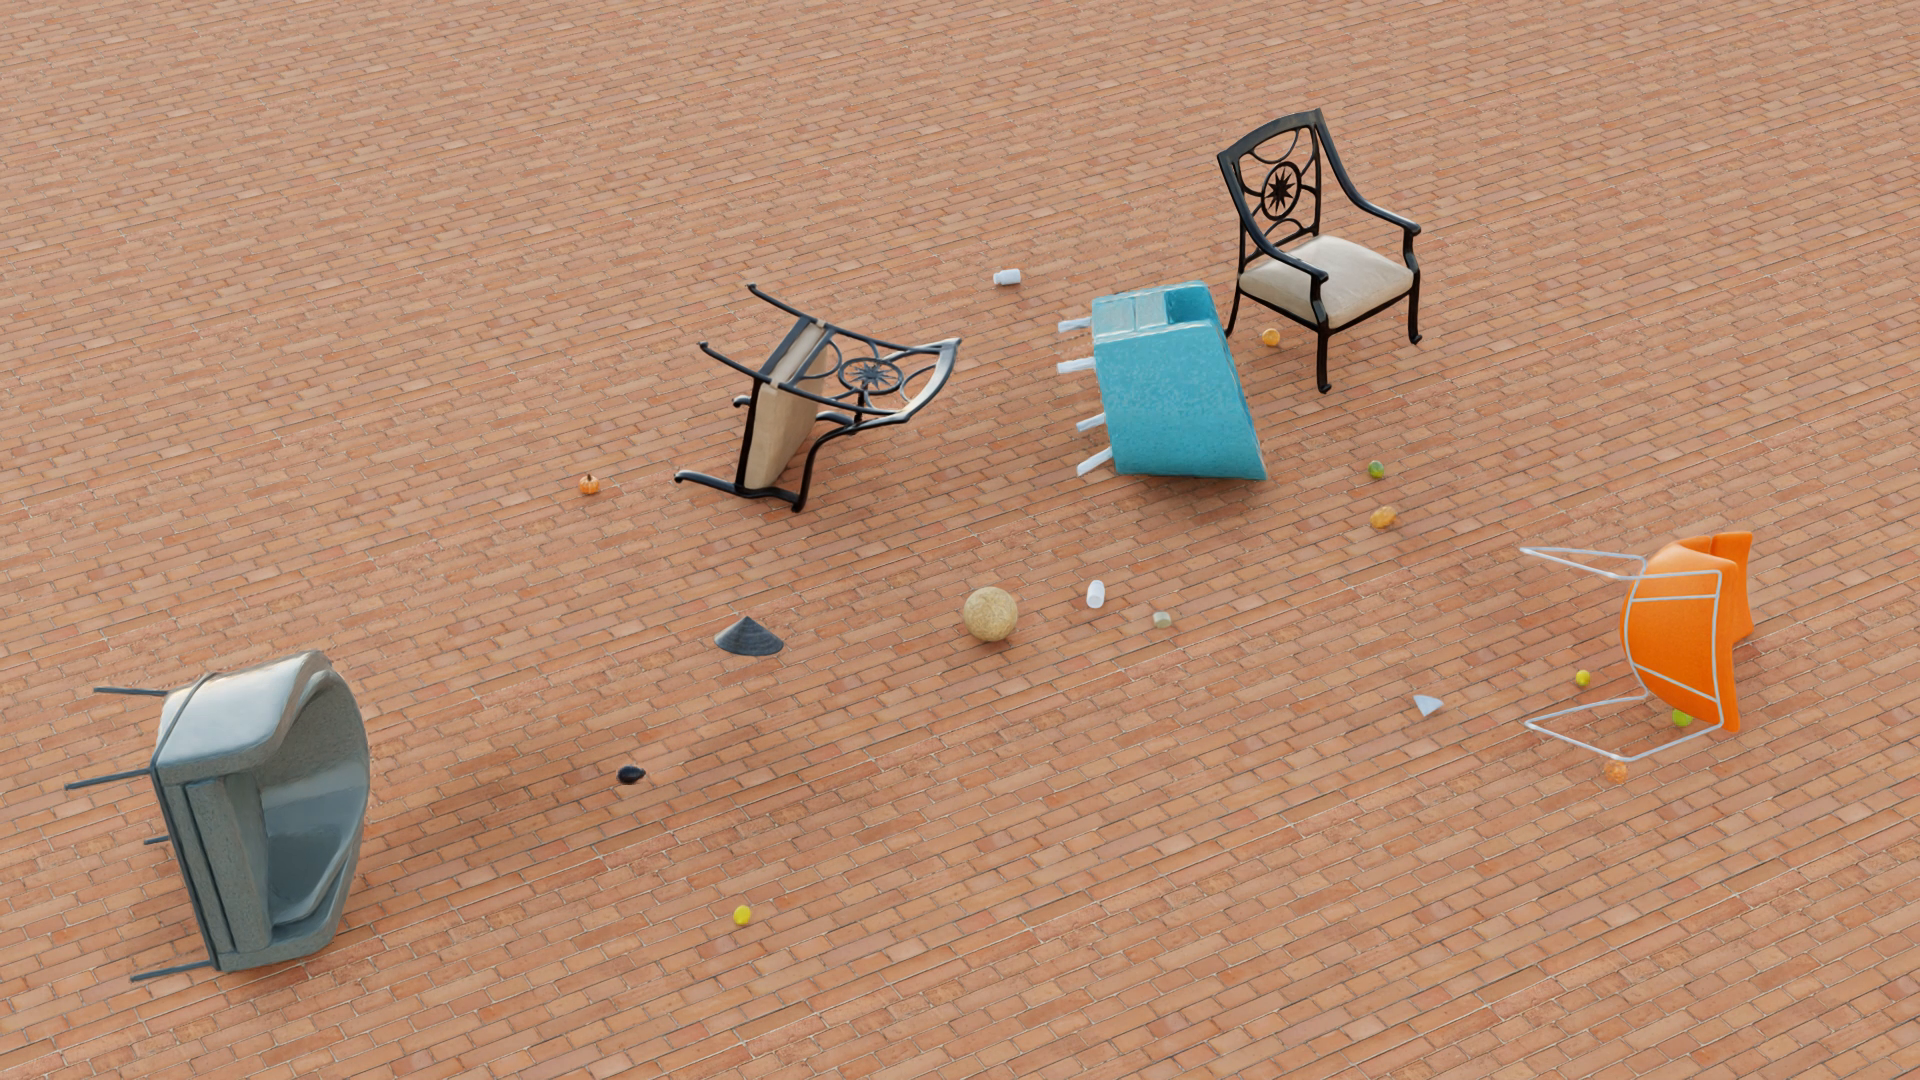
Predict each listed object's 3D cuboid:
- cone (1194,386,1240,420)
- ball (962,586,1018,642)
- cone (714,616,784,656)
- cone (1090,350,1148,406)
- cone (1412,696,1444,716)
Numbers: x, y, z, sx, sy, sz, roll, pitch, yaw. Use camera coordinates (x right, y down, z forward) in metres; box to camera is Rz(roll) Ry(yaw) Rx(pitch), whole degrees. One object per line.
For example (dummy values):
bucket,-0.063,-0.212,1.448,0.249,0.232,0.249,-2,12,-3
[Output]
cone,1.006,-0.570,11.645,0.181,0.112,0.098,26,-11,-13
ball,0.108,0.263,10.368,0.196,0.196,0.196,0,33,0
cone,-0.750,0.314,10.364,0.258,0.114,0.164,9,34,14
cone,0.630,-0.627,11.827,0.238,0.158,0.234,1,52,12
cone,1.597,0.578,10.043,0.107,0.058,0.065,13,60,11
